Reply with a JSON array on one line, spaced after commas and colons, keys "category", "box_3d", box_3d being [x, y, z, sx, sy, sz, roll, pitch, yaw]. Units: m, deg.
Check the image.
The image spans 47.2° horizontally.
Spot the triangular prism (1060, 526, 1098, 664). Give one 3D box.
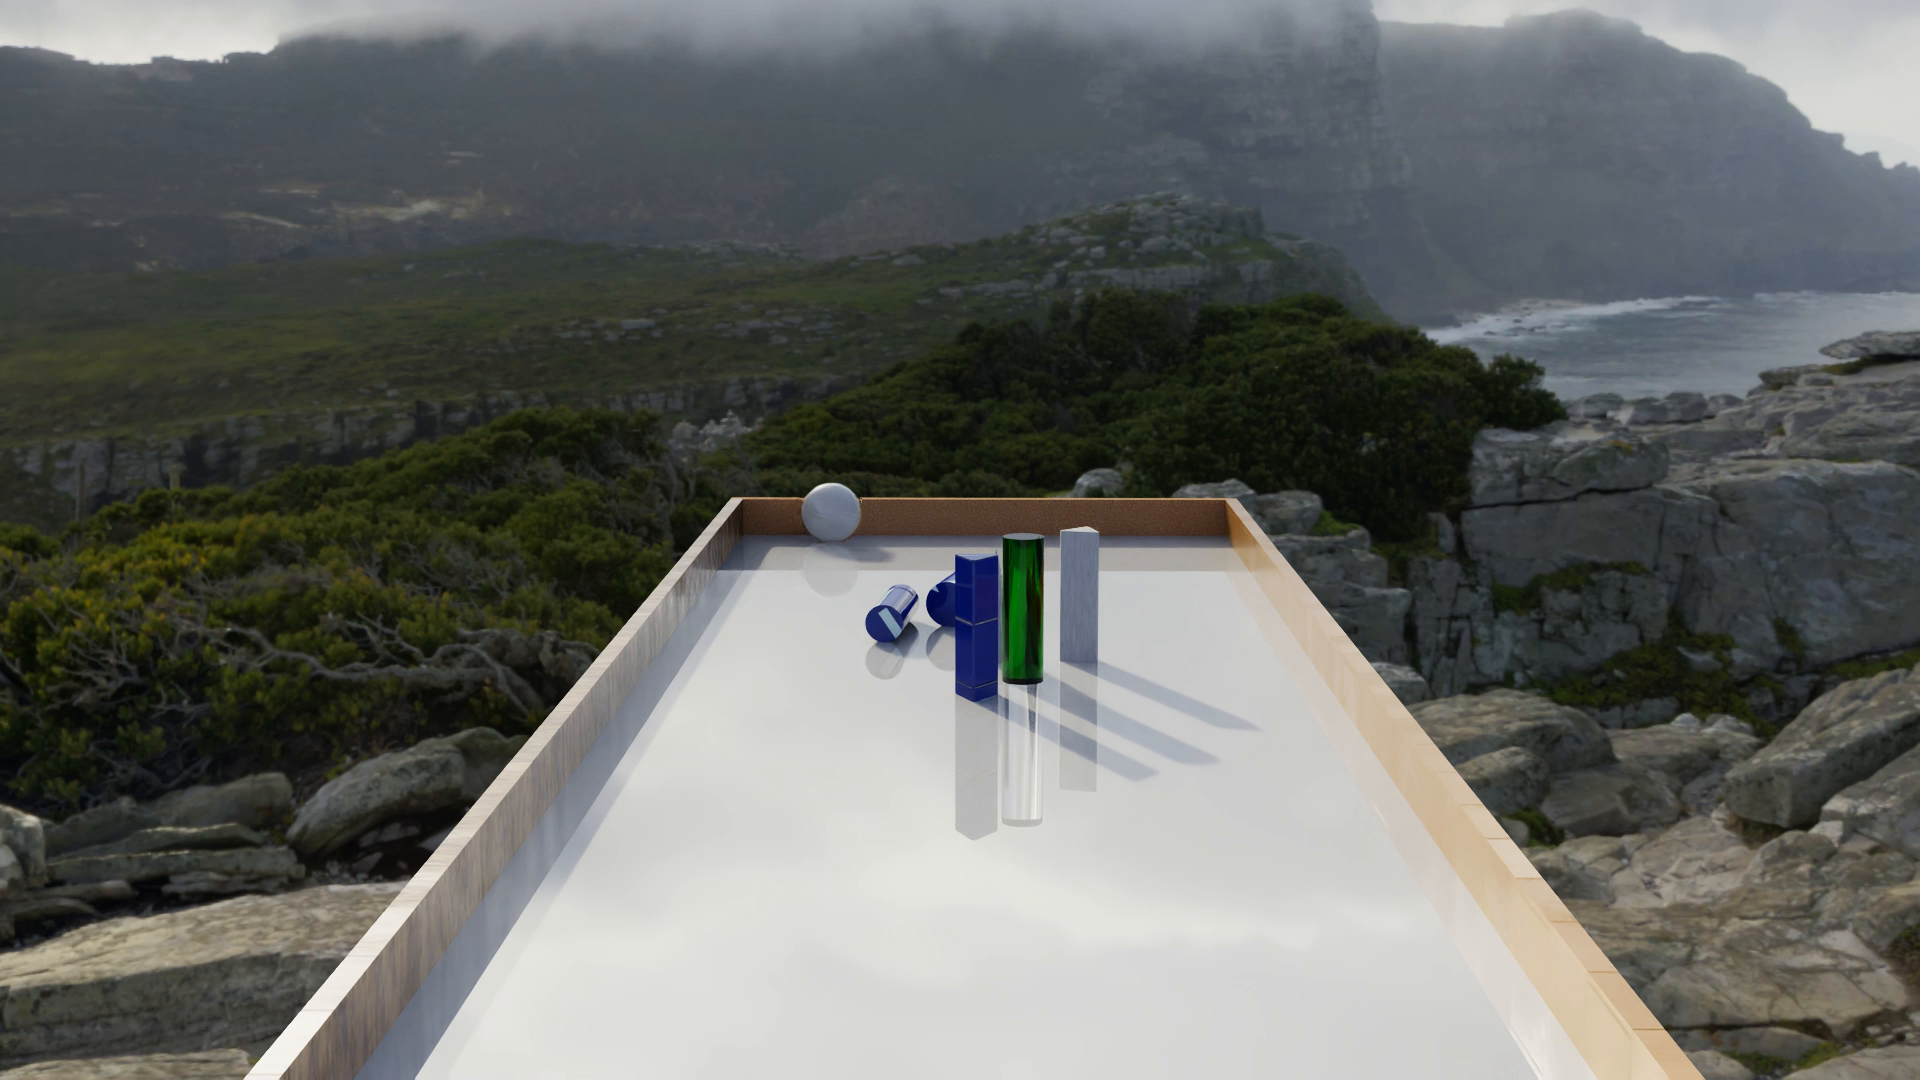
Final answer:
[{"category": "triangular prism", "box_3d": [0.374, 0.165, 6.688, 0.118, 0.401, 0.102, 3, 9, 17]}]

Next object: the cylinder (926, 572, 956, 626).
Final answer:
[{"category": "cylinder", "box_3d": [0.005, 0.182, 7.383, 0.150, 0.150, 0.377, 2, 9, 14]}]

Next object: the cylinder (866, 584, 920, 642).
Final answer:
[{"category": "cylinder", "box_3d": [-0.218, 0.236, 7.136, 0.121, 0.121, 0.374, 1, 9, 7]}]

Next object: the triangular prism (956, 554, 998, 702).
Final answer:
[{"category": "triangular prism", "box_3d": [0.030, 0.242, 6.198, 0.104, 0.402, 0.120, 6, 11, 35]}]

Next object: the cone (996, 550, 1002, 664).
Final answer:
[{"category": "cone", "box_3d": [0.110, 0.193, 6.697, 0.144, 0.343, 0.144, 0, 9, 0]}]

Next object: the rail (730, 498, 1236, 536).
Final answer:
[{"category": "rail", "box_3d": [0.099, -0.098, 9.147, 2.100, 0.150, 0.050, 0, 9, 1]}]

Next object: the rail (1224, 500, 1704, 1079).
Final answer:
[{"category": "rail", "box_3d": [1.046, 0.843, 3.208, 0.050, 0.150, 12.000, 0, 9, 1]}]

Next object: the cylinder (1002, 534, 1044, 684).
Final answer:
[{"category": "cylinder", "box_3d": [0.183, 0.200, 6.389, 0.121, 0.426, 0.121, 0, 9, 0]}]

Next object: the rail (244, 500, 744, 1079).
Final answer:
[{"category": "rail", "box_3d": [-1.004, 0.839, 3.234, 0.050, 0.150, 12.000, 0, 9, 1]}]

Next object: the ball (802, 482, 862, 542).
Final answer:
[{"category": "ball", "box_3d": [-0.523, -0.113, 8.954, 0.241, 0.241, 0.241, 0, 9, 0]}]
